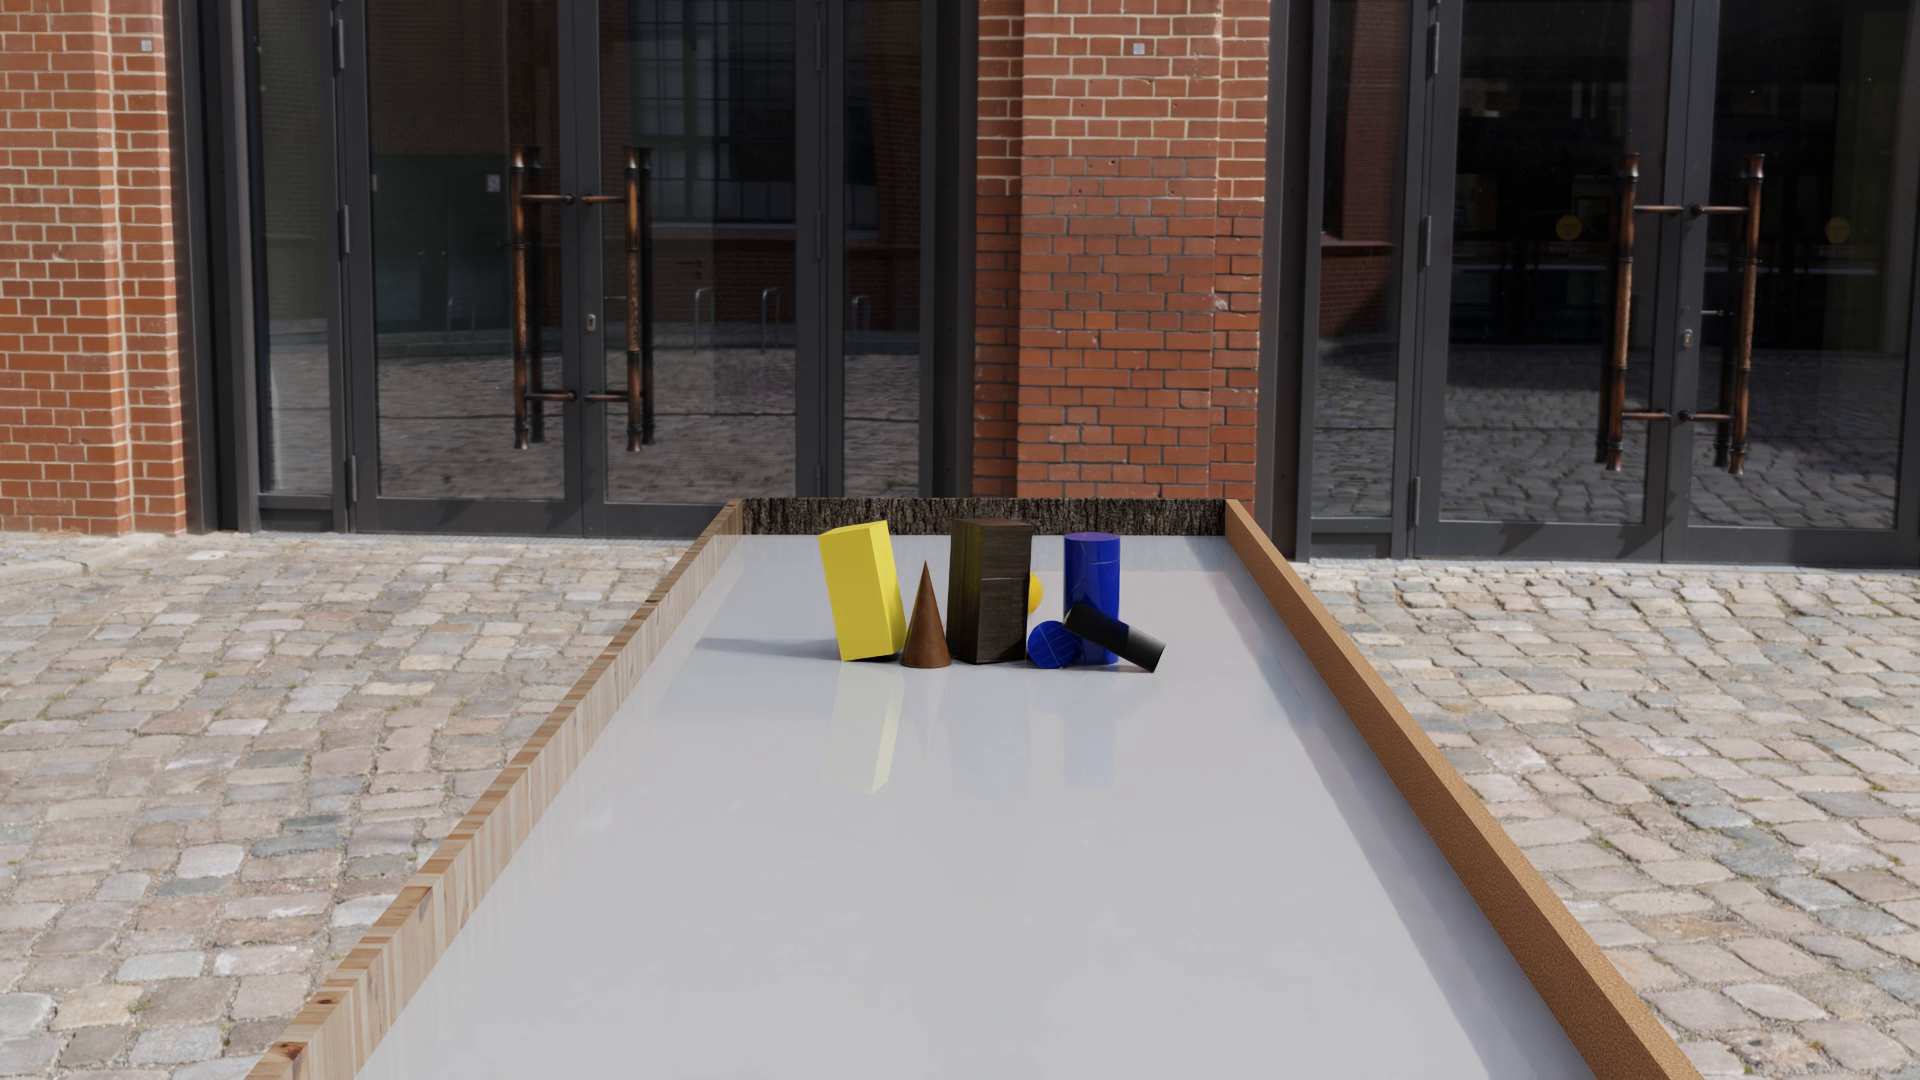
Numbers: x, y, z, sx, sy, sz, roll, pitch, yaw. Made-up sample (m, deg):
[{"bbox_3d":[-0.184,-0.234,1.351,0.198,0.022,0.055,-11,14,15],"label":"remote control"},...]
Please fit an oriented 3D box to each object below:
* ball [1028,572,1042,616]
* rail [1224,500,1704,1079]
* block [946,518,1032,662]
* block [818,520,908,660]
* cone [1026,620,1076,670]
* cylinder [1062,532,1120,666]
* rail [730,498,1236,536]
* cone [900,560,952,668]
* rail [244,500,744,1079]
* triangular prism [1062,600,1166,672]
[{"bbox_3d":[0.192,0.178,7.343,0.170,0.170,0.170,0,9,0],"label":"ball"},{"bbox_3d":[1.046,0.843,3.208,0.050,0.150,12.000,0,9,1],"label":"rail"},{"bbox_3d":[0.087,0.150,6.705,0.177,0.414,0.177,-2,8,-33],"label":"block"},{"bbox_3d":[-0.293,0.154,6.720,0.167,0.389,0.167,-9,6,17],"label":"block"},{"bbox_3d":[0.239,0.317,6.777,0.146,0.146,0.412,-2,-1,-10],"label":"cone"},{"bbox_3d":[0.399,0.177,6.676,0.173,0.380,0.173,0,9,0],"label":"cylinder"},{"bbox_3d":[0.099,-0.098,9.147,2.100,0.150,0.050,0,9,1],"label":"rail"},{"bbox_3d":[-0.104,0.214,6.629,0.156,0.322,0.156,0,9,0],"label":"cone"},{"bbox_3d":[-1.004,0.839,3.234,0.050,0.150,12.000,0,9,1],"label":"rail"},{"bbox_3d":[0.461,0.280,6.552,0.300,0.087,0.100,27,9,-2],"label":"triangular prism"}]
